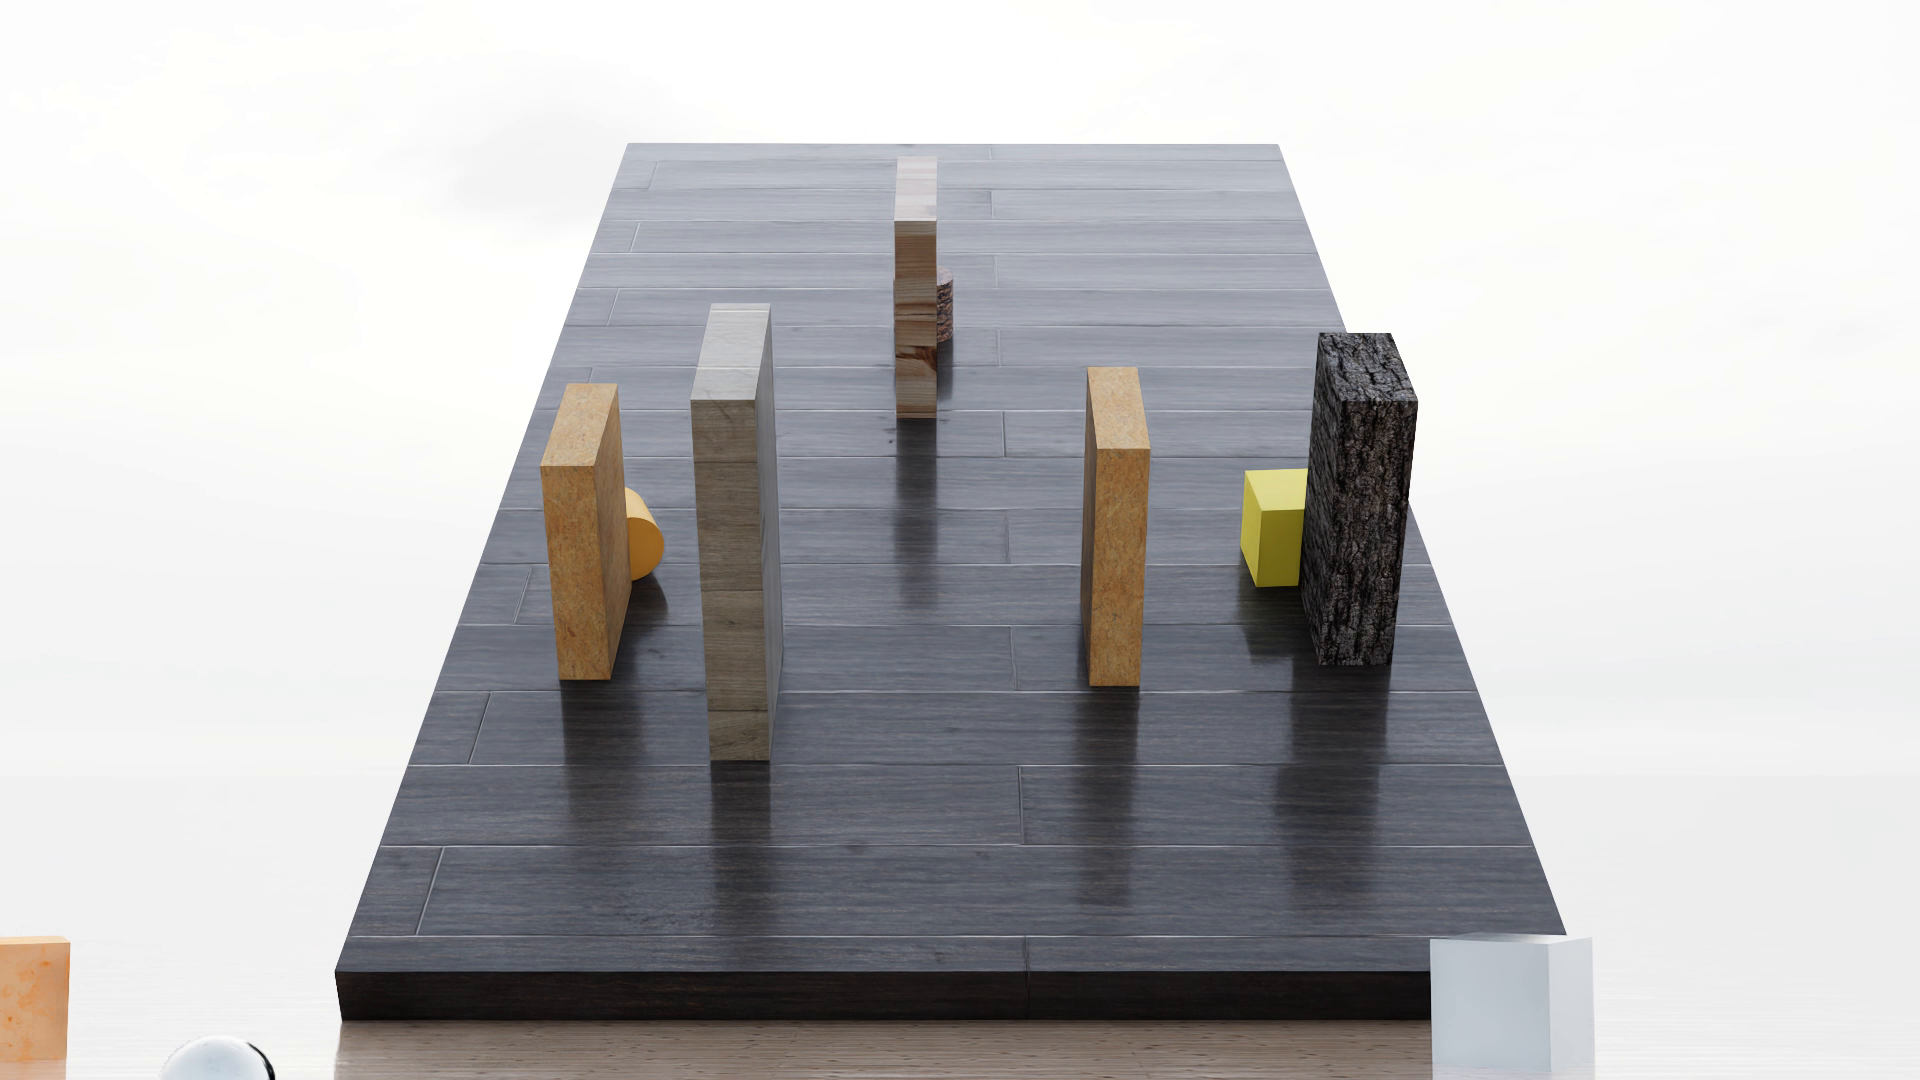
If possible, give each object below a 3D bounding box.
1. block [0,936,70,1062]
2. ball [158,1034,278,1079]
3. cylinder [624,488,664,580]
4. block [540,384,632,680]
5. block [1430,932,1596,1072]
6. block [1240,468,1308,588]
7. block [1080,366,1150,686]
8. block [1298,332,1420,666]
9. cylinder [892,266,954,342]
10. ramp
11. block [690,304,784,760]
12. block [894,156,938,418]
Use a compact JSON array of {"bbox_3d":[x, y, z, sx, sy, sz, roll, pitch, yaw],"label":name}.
[{"bbox_3d":[-1.363,0.653,3.414,0.162,0.162,0.162,2,-6,-24],"label":"block"},{"bbox_3d":[-0.788,0.588,2.539,0.124,0.124,0.124,0,-5,0],"label":"ball"},{"bbox_3d":[-0.706,-0.013,4.979,0.148,0.148,0.148,2,26,-24],"label":"cylinder"},{"bbox_3d":[-0.723,-0.020,4.663,0.098,0.461,0.360,0,29,0],"label":"block"},{"bbox_3d":[0.773,0.642,3.345,0.171,0.171,0.171,-4,-7,34],"label":"block"},{"bbox_3d":[0.693,-0.027,4.980,0.179,0.179,0.179,-2,29,-4],"label":"block"},{"bbox_3d":[0.297,-0.029,4.636,0.097,0.508,0.359,0,29,0],"label":"block"},{"bbox_3d":[0.771,-0.081,4.671,0.142,0.568,0.314,0,29,0],"label":"block"},{"bbox_3d":[-0.093,-0.596,6.049,0.153,0.153,0.153,0,29,0],"label":"cylinder"},{"bbox_3d":[-0.012,-0.220,5.622,2.000,0.100,4.000,0,29,0],"label":"ramp"},{"bbox_3d":[-0.401,-0.016,4.380,0.108,0.727,0.414,0,29,0],"label":"block"},{"bbox_3d":[-0.103,-0.607,5.712,0.095,0.493,0.430,0,29,0],"label":"block"}]
